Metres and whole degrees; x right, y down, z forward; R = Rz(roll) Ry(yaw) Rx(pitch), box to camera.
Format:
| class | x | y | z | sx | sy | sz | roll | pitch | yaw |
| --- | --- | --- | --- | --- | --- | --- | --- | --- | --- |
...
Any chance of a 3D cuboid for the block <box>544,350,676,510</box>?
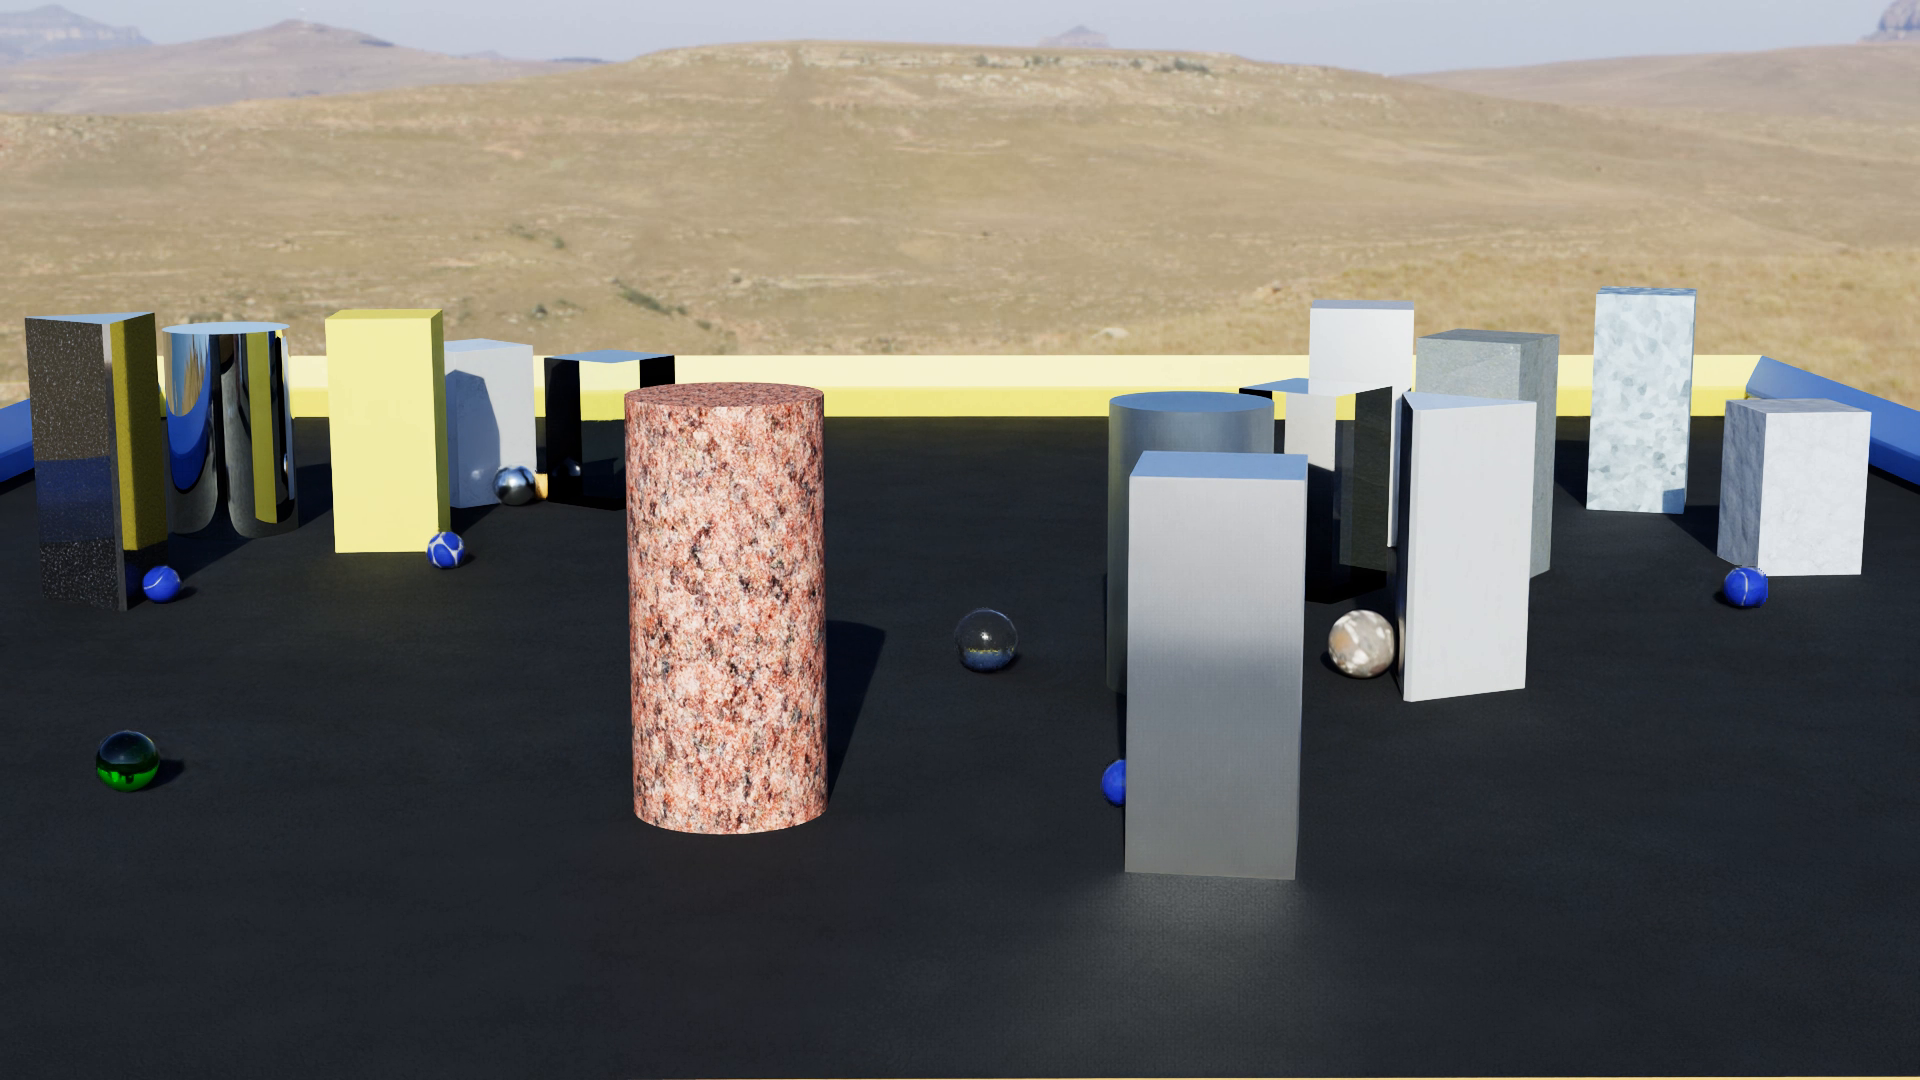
| class | x | y | z | sx | sy | sz | roll | pitch | yaw |
| --- | --- | --- | --- | --- | --- | --- | --- | --- | --- |
| block | -0.586 | -0.187 | 4.310 | 0.154 | 0.244 | 0.154 | 8 | 13 | 35 |

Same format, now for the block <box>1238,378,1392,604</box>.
| class | x | y | z | sx | sy | sz | roll | pitch | yaw |
| --- | --- | --- | --- | --- | --- | --- | --- | --- | --- |
| block | 0.493 | -0.072 | 3.576 | 0.154 | 0.285 | 0.154 | 8 | 13 | 38 |

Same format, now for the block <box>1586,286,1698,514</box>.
| class | x | y | z | sx | sy | sz | roll | pitch | yaw |
| --- | --- | --- | --- | --- | --- | --- | --- | --- | --- |
| block | 1.133 | -0.235 | 4.262 | 0.154 | 0.356 | 0.154 | 3 | 11 | 17 |

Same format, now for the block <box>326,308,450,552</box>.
| class | x | y | z | sx | sy | sz | roll | pitch | yaw |
| --- | --- | --- | --- | --- | --- | --- | --- | --- | --- |
| block | -0.871 | -0.169 | 3.918 | 0.154 | 0.352 | 0.154 | -1 | 11 | -4 |

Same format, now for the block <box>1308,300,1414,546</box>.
| class | x | y | z | sx | sy | sz | roll | pitch | yaw |
| --- | --- | --- | --- | --- | --- | --- | --- | --- | --- |
| block | 0.618 | -0.183 | 3.966 | 0.154 | 0.361 | 0.154 | 2 | 11 | 9 |

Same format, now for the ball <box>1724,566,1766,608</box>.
| class | x | y | z | sx | sy | sz | roll | pitch | yaw |
| --- | --- | --- | --- | --- | --- | --- | --- | --- | --- |
| ball | 1.062 | 0.064 | 3.470 | 0.056 | 0.056 | 0.056 | 0 | 11 | 0 |

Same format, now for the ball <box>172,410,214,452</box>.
| class | x | y | z | sx | sy | sz | roll | pitch | yaw |
| --- | --- | --- | --- | --- | --- | --- | --- | --- | --- |
| ball | -1.455 | -0.206 | 4.868 | 0.077 | 0.077 | 0.077 | 0 | 11 | 0 |

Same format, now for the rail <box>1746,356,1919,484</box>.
| class | x | y | z | sx | sy | sz | roll | pitch | yaw |
| --- | --- | --- | --- | --- | --- | --- | --- | --- | --- |
| rail | 1.661 | 0.030 | 3.459 | 0.045 | 0.125 | 3.871 | 0 | 11 | 0 |

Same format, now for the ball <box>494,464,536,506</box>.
| class | x | y | z | sx | sy | sz | roll | pitch | yaw |
| --- | --- | --- | --- | --- | --- | --- | --- | --- | --- |
| ball | -0.740 | -0.092 | 4.273 | 0.070 | 0.070 | 0.070 | 0 | 11 | 0 |

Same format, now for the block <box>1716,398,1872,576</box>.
| class | x | y | z | sx | sy | sz | roll | pitch | yaw |
| --- | --- | --- | --- | --- | --- | --- | --- | --- | --- |
| block | 1.217 | -0.079 | 3.752 | 0.154 | 0.236 | 0.154 | -1 | 11 | -5 |

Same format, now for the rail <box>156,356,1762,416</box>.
| class | x | y | z | sx | sy | sz | roll | pitch | yaw |
| --- | --- | --- | --- | --- | --- | --- | --- | --- | --- |
| rail | -0.011 | -0.317 | 5.329 | 3.369 | 0.125 | 0.045 | 0 | 11 | 0 |

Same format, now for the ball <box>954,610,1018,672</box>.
| class | x | y | z | sx | sy | sz | roll | pitch | yaw |
| --- | --- | --- | --- | --- | --- | --- | --- | --- | --- |
| ball | 0.031 | 0.122 | 3.106 | 0.076 | 0.076 | 0.076 | 0 | 11 | 0 |

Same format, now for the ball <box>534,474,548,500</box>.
| class | x | y | z | sx | sy | sz | roll | pitch | yaw |
| --- | --- | --- | --- | --- | --- | --- | --- | --- | --- |
| ball | -0.706 | -0.091 | 4.331 | 0.044 | 0.044 | 0.044 | 0 | 11 | 0 |

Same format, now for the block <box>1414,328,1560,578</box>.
| class | x | y | z | sx | sy | sz | roll | pitch | yaw |
| --- | --- | --- | --- | --- | --- | --- | --- | --- | --- |
| block | 0.753 | -0.122 | 3.685 | 0.154 | 0.343 | 0.154 | 7 | 12 | 32 |

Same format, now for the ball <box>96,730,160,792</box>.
| class | x | y | z | sx | sy | sz | roll | pitch | yaw |
| --- | --- | --- | --- | --- | --- | --- | --- | --- | --- |
| ball | -0.843 | 0.224 | 2.597 | 0.062 | 0.062 | 0.062 | 0 | 11 | 0 |

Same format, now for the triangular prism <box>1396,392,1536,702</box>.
| class | x | y | z | sx | sy | sz | roll | pitch | yaw |
| --- | --- | --- | --- | --- | --- | --- | --- | --- | --- |
| triangular prism | 0.563 | 0.002 | 3.034 | 0.167 | 0.339 | 0.144 | -5 | 12 | -24 |

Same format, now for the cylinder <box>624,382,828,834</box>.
| class | x | y | z | sx | sy | sz | roll | pitch | yaw |
| --- | --- | --- | --- | --- | --- | --- | --- | --- | --- |
| cylinder | -0.227 | 0.062 | 2.512 | 0.192 | 0.412 | 0.192 | 0 | 11 | 0 |

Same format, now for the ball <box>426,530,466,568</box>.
| class | x | y | z | sx | sy | sz | roll | pitch | yaw |
| --- | --- | --- | --- | --- | --- | --- | --- | --- | --- |
| ball | -0.750 | 0.014 | 3.742 | 0.055 | 0.055 | 0.055 | 0 | 11 | 0 |

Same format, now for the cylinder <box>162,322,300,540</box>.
| class | x | y | z | sx | sy | sz | roll | pitch | yaw |
| --- | --- | --- | --- | --- | --- | --- | --- | --- | --- |
| cylinder | -1.146 | -0.174 | 4.034 | 0.192 | 0.319 | 0.192 | 0 | 11 | 0 |

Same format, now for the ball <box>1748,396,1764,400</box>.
| class | x | y | z | sx | sy | sz | roll | pitch | yaw |
| --- | --- | --- | --- | --- | --- | --- | --- | --- | --- |
| ball | 1.612 | -0.260 | 5.200 | 0.061 | 0.061 | 0.061 | 0 | 11 | 0 |

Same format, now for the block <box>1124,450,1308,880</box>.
| class | x | y | z | sx | sy | sz | roll | pitch | yaw |
| --- | --- | --- | --- | --- | --- | --- | --- | --- | --- |
| block | 0.238 | 0.111 | 2.371 | 0.154 | 0.365 | 0.154 | 2 | 11 | 8 |

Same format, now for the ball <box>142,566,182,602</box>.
| class | x | y | z | sx | sy | sz | roll | pitch | yaw |
| --- | --- | --- | --- | --- | --- | --- | --- | --- | --- |
| ball | -1.090 | 0.061 | 3.505 | 0.051 | 0.051 | 0.051 | 0 | 11 | 0 |

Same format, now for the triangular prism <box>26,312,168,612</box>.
| class | x | y | z | sx | sy | sz | roll | pitch | yaw |
| --- | --- | --- | --- | --- | --- | --- | --- | --- | --- |
| triangular prism | -1.155 | -0.114 | 3.522 | 0.167 | 0.387 | 0.144 | 7 | 13 | 33 |

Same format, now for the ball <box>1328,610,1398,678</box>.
| class | x | y | z | sx | sy | sz | roll | pitch | yaw |
| --- | --- | --- | --- | --- | --- | --- | --- | --- | --- |
| ball | 0.482 | 0.125 | 3.074 | 0.083 | 0.083 | 0.083 | 0 | 11 | 0 |

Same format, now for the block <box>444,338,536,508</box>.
| class | x | y | z | sx | sy | sz | roll | pitch | yaw |
| --- | --- | --- | --- | --- | --- | --- | --- | --- | --- |
| block | -0.826 | -0.200 | 4.333 | 0.154 | 0.259 | 0.154 | -10 | 14 | -43 |

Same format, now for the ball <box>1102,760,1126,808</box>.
| class | x | y | z | sx | sy | sz | roll | pitch | yaw |
| --- | --- | --- | --- | --- | --- | --- | --- | --- | --- |
| ball | 0.165 | 0.241 | 2.544 | 0.047 | 0.047 | 0.047 | 0 | 11 | 0 |

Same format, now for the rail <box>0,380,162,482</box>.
| class | x | y | z | sx | sy | sz | roll | pitch | yaw |
| --- | --- | --- | --- | --- | --- | --- | --- | --- | --- |
| rail | -1.661 | 0.034 | 3.440 | 0.045 | 0.125 | 3.871 | 0 | 11 | 0 |

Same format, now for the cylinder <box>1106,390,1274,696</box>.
| class | x | y | z | sx | sy | sz | roll | pitch | yaw |
| --- | --- | --- | --- | --- | --- | --- | --- | --- | --- |
| cylinder | 0.270 | 0.005 | 3.021 | 0.192 | 0.338 | 0.192 | 0 | 11 | 0 |
